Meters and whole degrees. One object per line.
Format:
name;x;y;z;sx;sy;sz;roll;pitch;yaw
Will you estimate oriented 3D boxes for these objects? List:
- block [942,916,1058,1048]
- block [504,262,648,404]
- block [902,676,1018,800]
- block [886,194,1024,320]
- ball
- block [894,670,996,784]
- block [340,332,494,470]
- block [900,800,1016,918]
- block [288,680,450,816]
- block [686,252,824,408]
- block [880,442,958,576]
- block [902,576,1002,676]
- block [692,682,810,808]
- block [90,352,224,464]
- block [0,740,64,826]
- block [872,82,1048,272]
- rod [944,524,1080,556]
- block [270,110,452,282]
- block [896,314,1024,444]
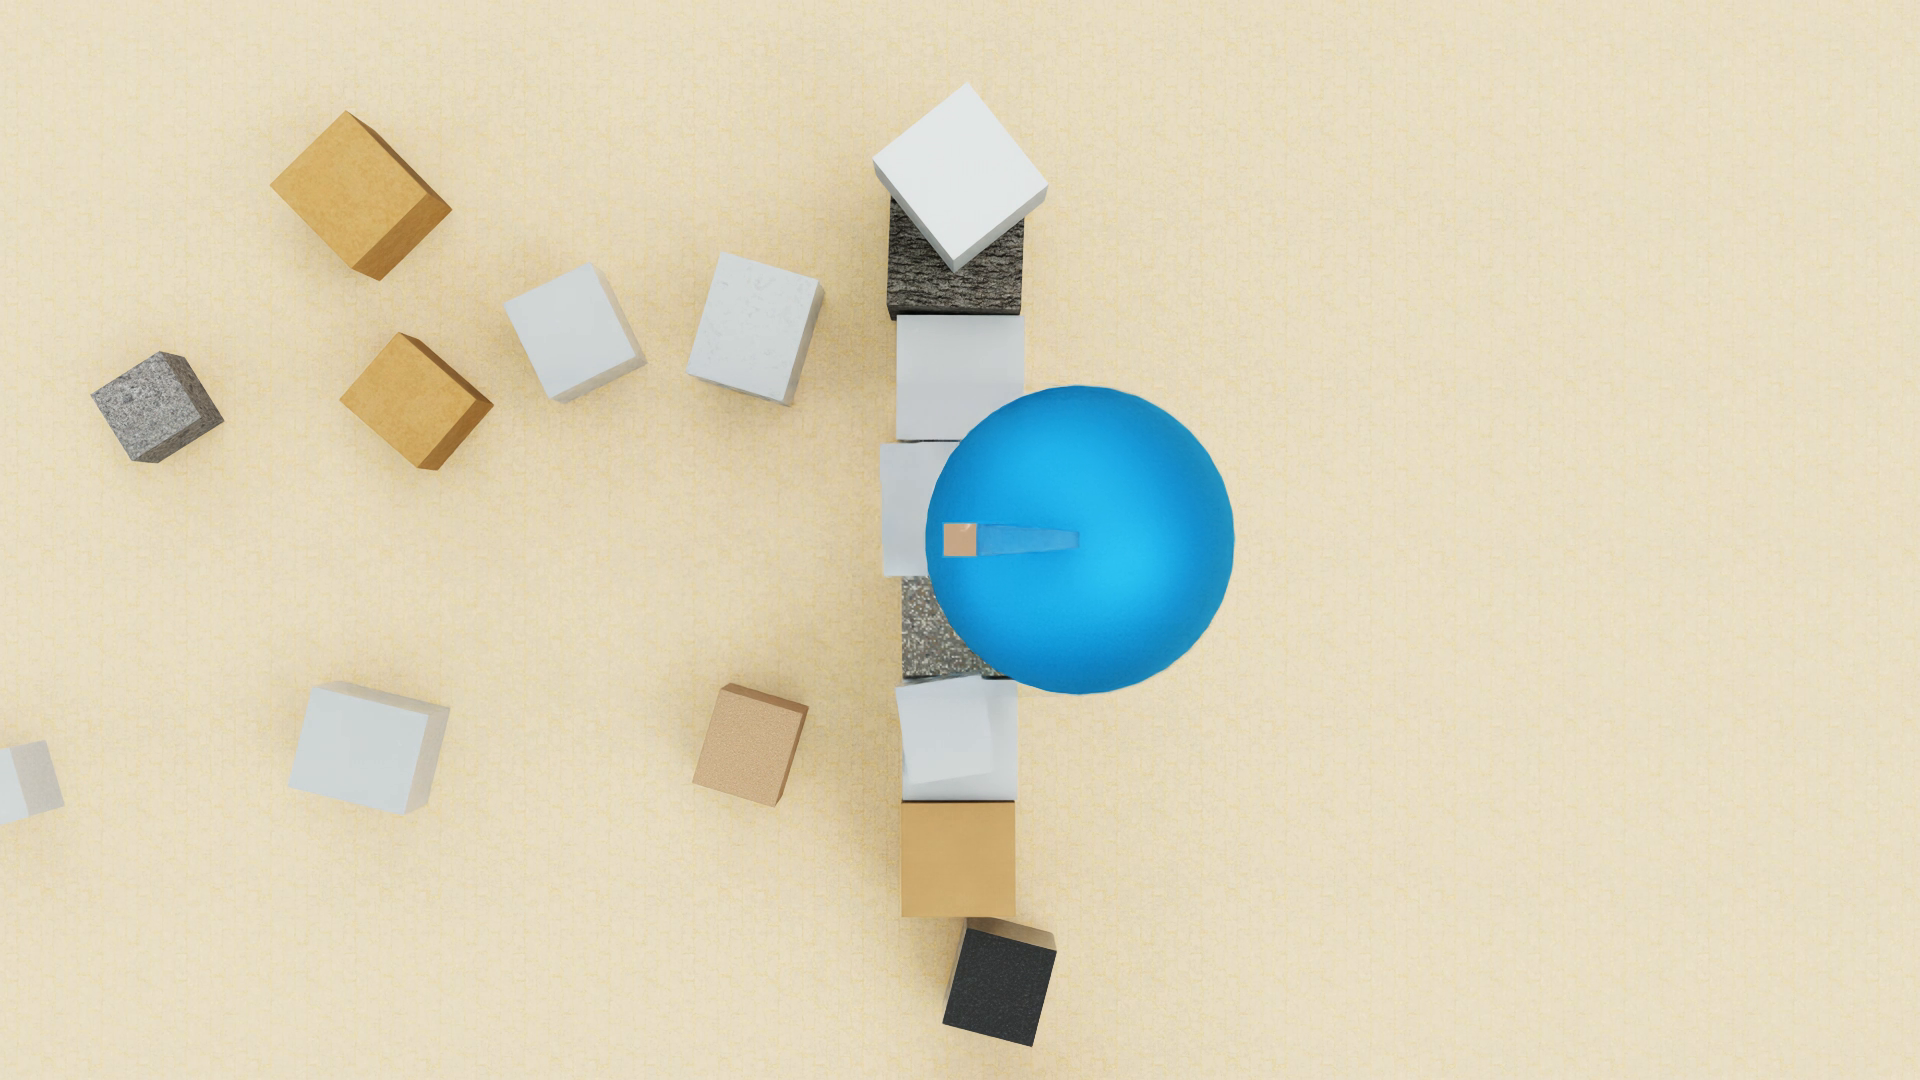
block;0.224;2.528;12.712;0.528;0.576;0.562;15;90;0
block;-2.218;-1.192;12.742;0.550;0.515;0.596;-26;90;0
block;0.000;1.119;12.660;0.644;0.680;0.677;0;90;0
block;-0.018;-1.701;12.551;0.742;0.898;0.839;2;90;0
ball;0.616;0.000;11.347;1.600;1.600;1.600;0;90;0
block;-0.078;1.022;12.093;0.472;0.453;0.529;-9;90;0
block;-3.143;-0.797;12.754;0.589;0.492;0.516;41;90;0
block;-0.010;1.784;12.627;0.637;0.746;0.633;0;90;0
block;-3.408;1.195;12.724;0.677;0.552;0.585;14;90;0
block;-1.173;-1.204;12.695;0.573;0.611;0.714;17;90;0
block;-0.042;-0.176;12.608;0.789;0.783;0.740;-2;90;0
block;-0.007;0.487;12.730;0.642;0.540;0.567;0;90;0
block;-1.204;1.178;12.718;0.489;0.564;0.555;17;90;0
block;-4.664;-0.768;12.797;0.472;0.407;0.450;-32;90;0
block;-5.541;1.433;12.750;0.404;0.501;0.410;-16;90;0
block;0.002;-1.934;11.815;0.640;0.575;0.686;-39;90;0
rod;0.267;0.000;7.965;0.080;5.200;0.080;0;90;6
block;-3.443;-1.975;12.689;0.605;0.622;0.657;-44;90;0
block;0.004;-0.913;12.665;0.716;0.669;0.696;0;90;0
